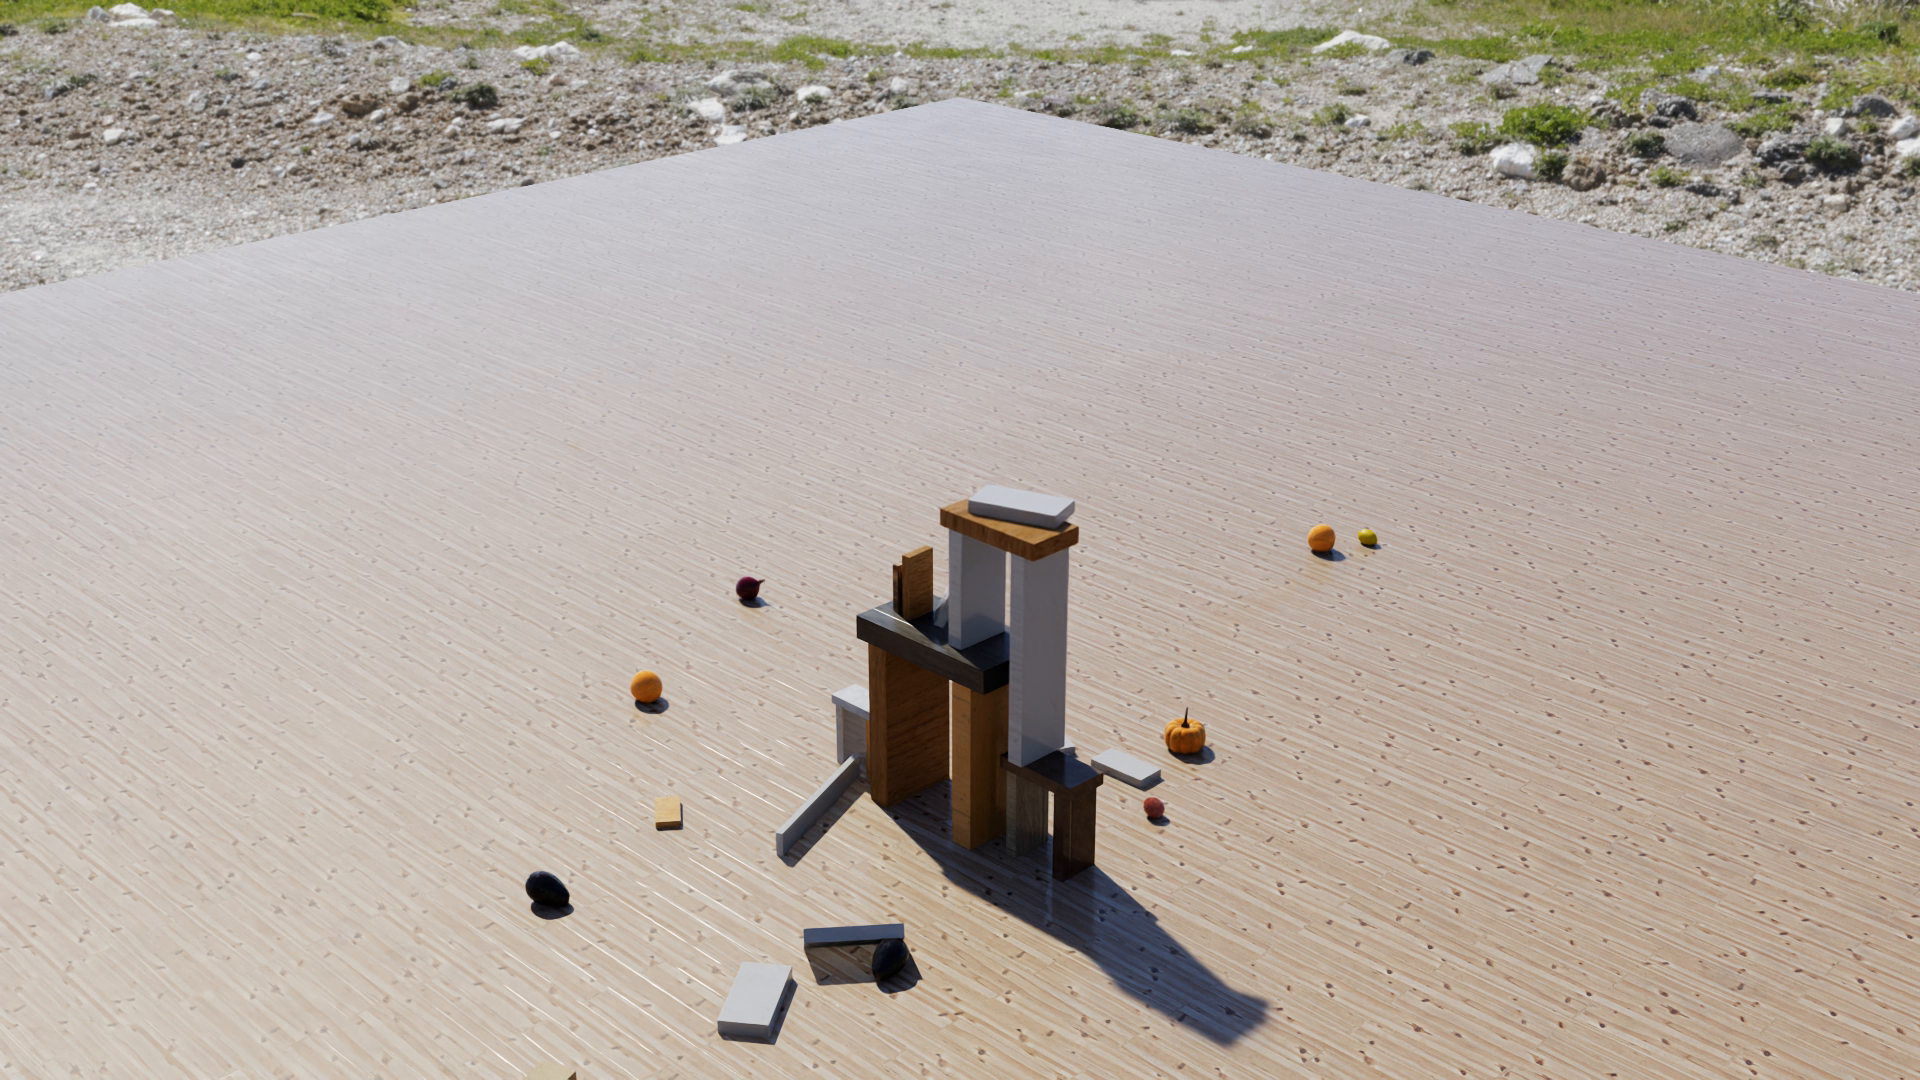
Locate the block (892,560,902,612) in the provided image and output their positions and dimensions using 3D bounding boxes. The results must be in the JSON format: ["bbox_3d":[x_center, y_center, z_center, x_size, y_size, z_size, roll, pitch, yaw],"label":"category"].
[{"bbox_3d":[-0.110,0.089,4.385,0.014,0.101,0.050,21,31,41],"label":"block"}]

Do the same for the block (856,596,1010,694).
[{"bbox_3d":[-0.018,0.197,4.324,0.355,0.050,0.177,21,31,41],"label":"block"}]

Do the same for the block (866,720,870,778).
[{"bbox_3d":[-0.163,0.426,4.580,0.069,0.138,0.020,-21,31,-41],"label":"block"}]

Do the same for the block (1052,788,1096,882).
[{"bbox_3d":[0.220,0.554,4.217,0.026,0.185,0.093,21,31,41],"label":"block"}]

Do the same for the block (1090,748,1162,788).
[{"bbox_3d":[0.347,0.478,4.610,0.134,0.019,0.067,20,30,39],"label":"block"}]

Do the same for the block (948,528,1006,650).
[{"bbox_3d":[0.034,0.079,4.228,0.122,0.243,0.034,-21,31,-40],"label":"block"}]

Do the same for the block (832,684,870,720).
[{"bbox_3d":[-0.196,0.341,4.580,0.138,0.020,0.069,21,31,41],"label":"block"}]

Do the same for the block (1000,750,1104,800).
[{"bbox_3d":[0.175,0.440,4.215,0.093,0.026,0.185,-21,31,-40],"label":"block"}]

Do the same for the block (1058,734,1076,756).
[{"bbox_3d":[0.191,0.427,4.729,0.067,0.019,0.134,-8,24,-19],"label":"block"}]

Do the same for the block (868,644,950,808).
[{"bbox_3d":[-0.102,0.351,4.481,0.050,0.355,0.177,21,31,41],"label":"block"}]

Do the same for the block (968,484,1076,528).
[{"bbox_3d":[0.115,-0.064,4.131,0.180,0.025,0.090,11,25,24],"label":"block"}]

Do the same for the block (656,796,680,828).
[{"bbox_3d":[-0.591,0.550,4.446,0.050,0.014,0.101,-3,23,-7],"label":"block"}]

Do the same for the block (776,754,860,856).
[{"bbox_3d":[-0.284,0.532,4.442,0.014,0.050,0.348,9,25,21],"label":"block"}]

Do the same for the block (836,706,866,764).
[{"bbox_3d":[-0.228,0.401,4.640,0.020,0.138,0.069,21,31,41],"label":"block"}]

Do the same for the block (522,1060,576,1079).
[{"bbox_3d":[-0.694,0.906,3.601,0.067,0.019,0.134,10,25,23],"label":"block"}]

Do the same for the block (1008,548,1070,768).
[{"bbox_3d":[0.148,0.212,4.160,0.121,0.436,0.034,-21,31,-40],"label":"block"}]

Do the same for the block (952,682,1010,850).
[{"bbox_3d":[0.065,0.416,4.327,0.050,0.355,0.177,21,31,41],"label":"block"}]

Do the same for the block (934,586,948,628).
[{"bbox_3d":[-0.013,0.100,4.320,0.019,0.136,0.068,23,22,-8],"label":"block"}]

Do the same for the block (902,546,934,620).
[{"bbox_3d":[-0.083,0.085,4.350,0.019,0.136,0.068,20,30,39],"label":"block"}]

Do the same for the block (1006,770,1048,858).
[{"bbox_3d":[0.132,0.520,4.298,0.093,0.185,0.026,-21,31,-41],"label":"block"}]

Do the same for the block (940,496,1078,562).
[{"bbox_3d":[0.091,-0.027,4.120,0.121,0.034,0.243,-21,31,-41],"label":"block"}]

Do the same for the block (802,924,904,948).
[{"bbox_3d":[-0.193,0.716,3.976,0.180,0.026,0.090,-2,-16,-5],"label":"block"}]

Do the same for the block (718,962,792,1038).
[{"bbox_3d":[-0.357,0.801,3.840,0.090,0.026,0.180,3,23,8],"label":"block"}]
